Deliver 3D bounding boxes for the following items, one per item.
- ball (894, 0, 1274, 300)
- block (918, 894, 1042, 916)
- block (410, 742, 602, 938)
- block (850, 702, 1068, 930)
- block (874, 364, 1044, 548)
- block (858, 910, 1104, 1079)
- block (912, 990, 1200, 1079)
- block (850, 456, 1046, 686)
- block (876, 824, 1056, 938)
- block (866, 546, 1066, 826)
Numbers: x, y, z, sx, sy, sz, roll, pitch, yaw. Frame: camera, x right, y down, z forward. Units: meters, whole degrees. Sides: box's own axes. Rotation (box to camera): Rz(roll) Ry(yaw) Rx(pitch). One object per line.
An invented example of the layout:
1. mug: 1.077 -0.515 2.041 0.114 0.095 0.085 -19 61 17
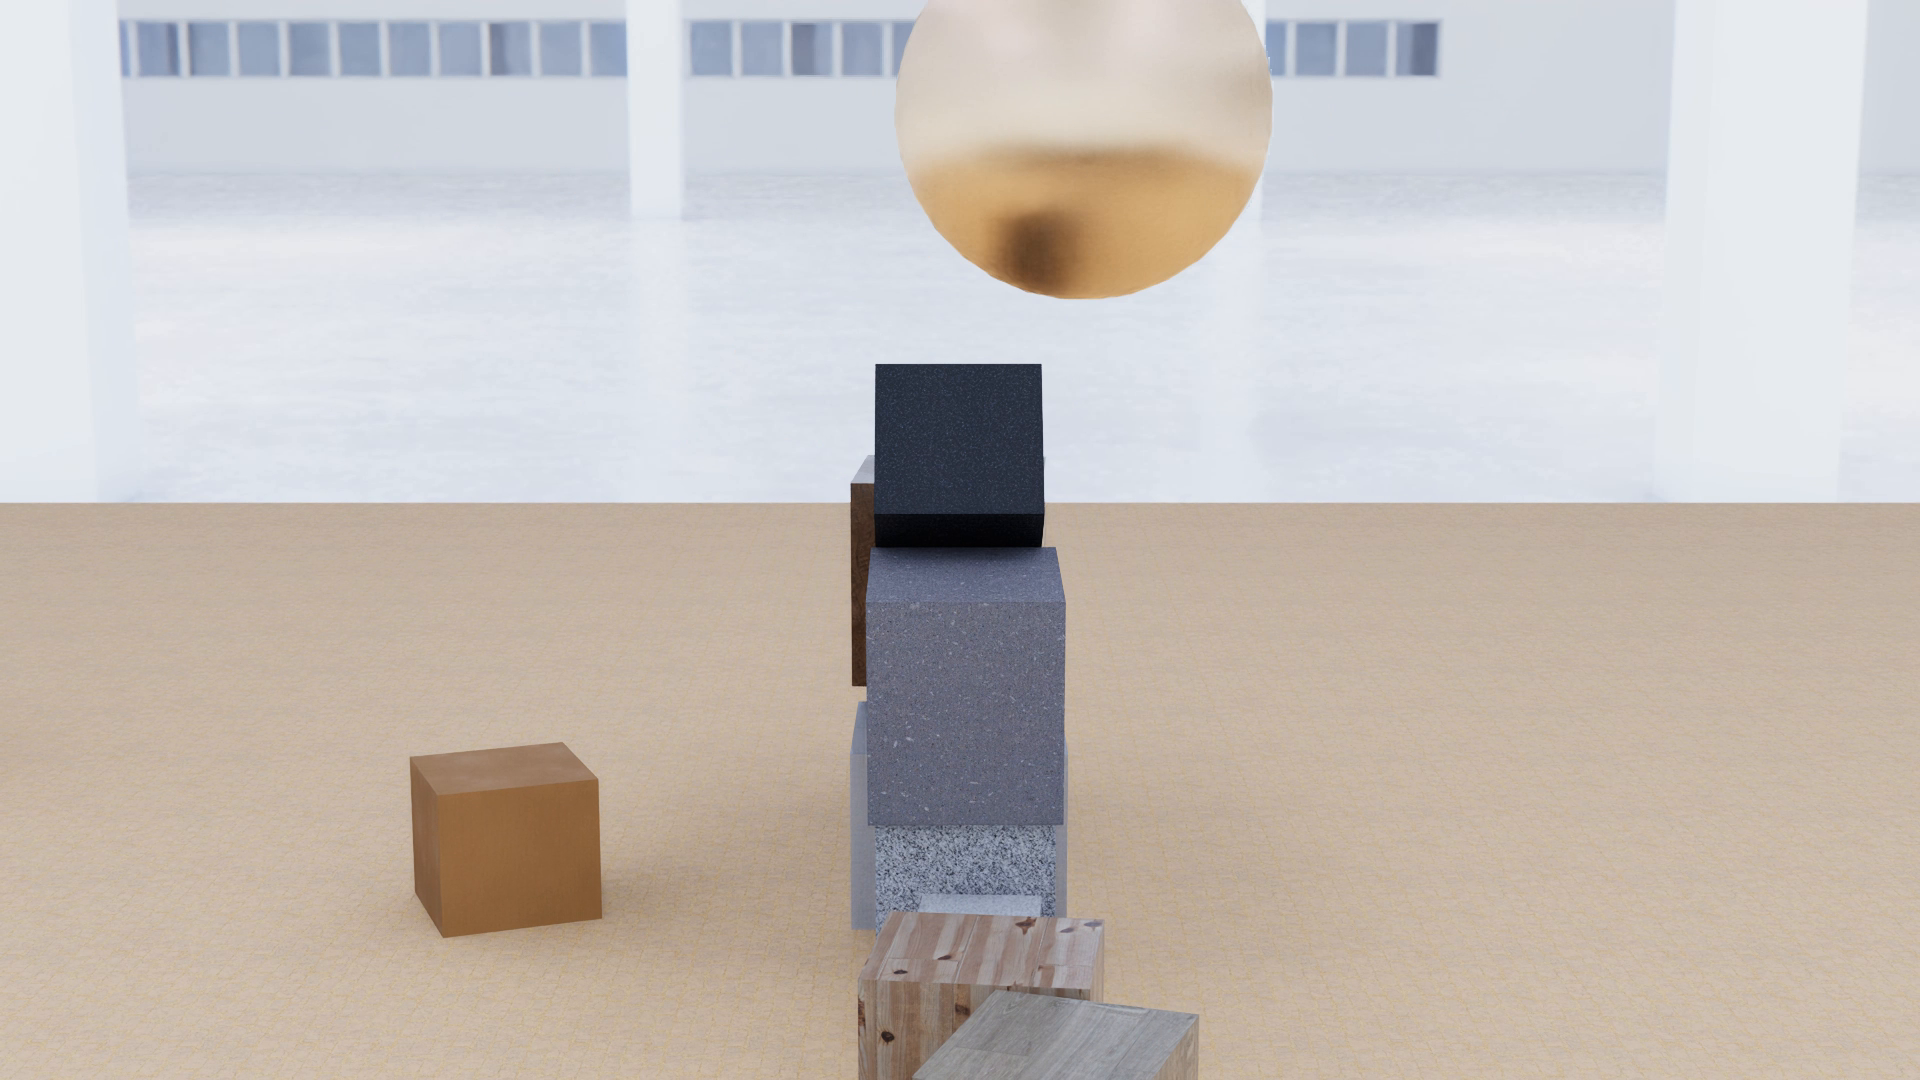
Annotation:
1. ball: 0.522 -1.816 10.850 1.600 1.600 1.600 0 10 0
2. block: 0.070 1.599 9.516 0.449 0.449 0.433 1 10 3
3. block: -1.937 1.263 10.920 0.668 0.608 0.649 -4 11 -22
4. block: -0.004 1.168 11.039 0.896 0.751 0.903 0 10 0
5. block: -0.007 -0.250 10.493 0.667 0.658 0.781 0 -23 -1
6. block: 0.085 1.671 8.613 0.749 0.630 0.692 1 10 7
7. block: 0.300 1.826 7.755 0.665 0.632 0.773 4 11 19
8. block: -0.038 0.129 11.595 0.831 0.906 0.826 1 10 3
9. block: 0.021 1.343 10.219 0.689 0.700 0.749 0 10 0
10. block: 0.018 0.555 10.017 0.742 0.878 0.822 0 14 -1
